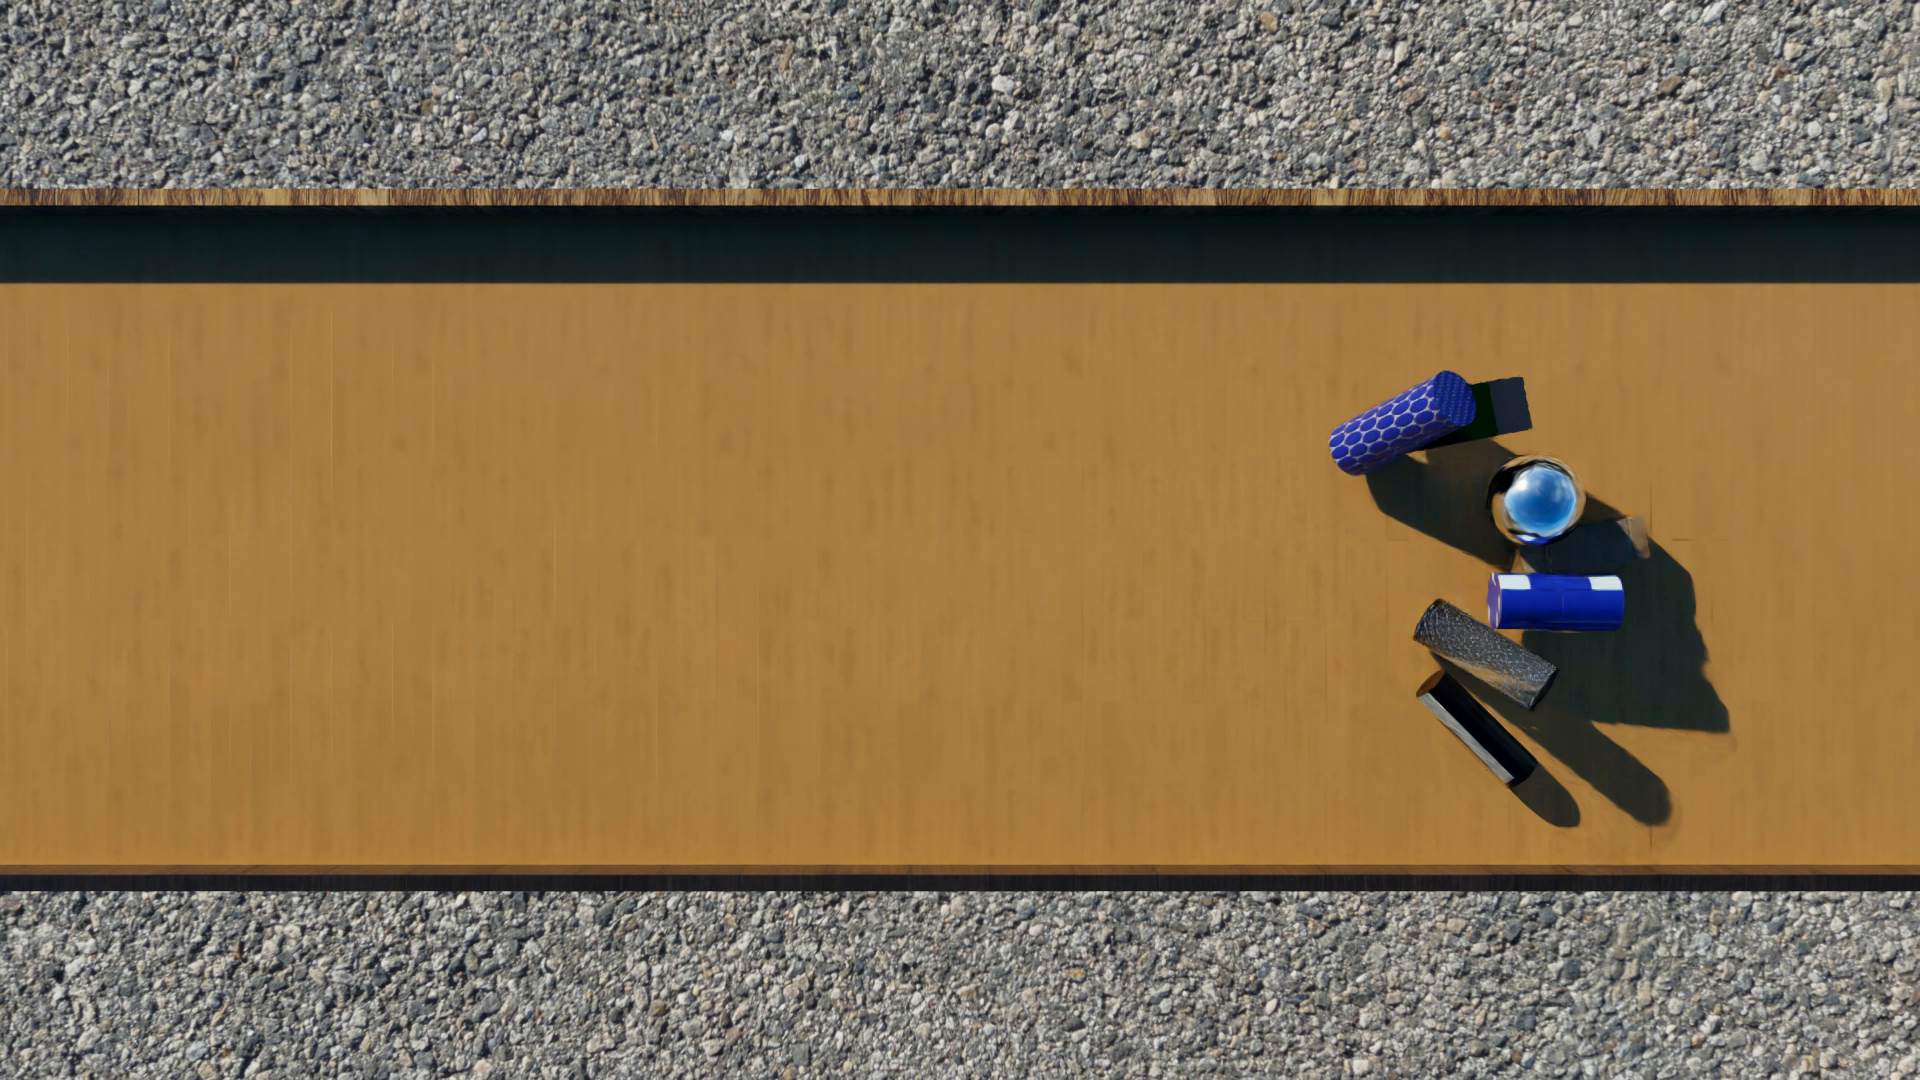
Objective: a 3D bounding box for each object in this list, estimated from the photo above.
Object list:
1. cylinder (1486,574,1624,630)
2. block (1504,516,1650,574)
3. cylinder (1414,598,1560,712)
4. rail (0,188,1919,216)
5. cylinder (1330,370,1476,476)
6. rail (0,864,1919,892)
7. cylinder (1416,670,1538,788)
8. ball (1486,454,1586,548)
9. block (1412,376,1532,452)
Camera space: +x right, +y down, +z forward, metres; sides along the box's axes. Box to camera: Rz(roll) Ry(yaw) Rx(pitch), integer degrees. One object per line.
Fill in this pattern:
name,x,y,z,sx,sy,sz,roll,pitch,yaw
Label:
cylinder,1.765,0.183,4.897,0.351,0.168,0.168,0,90,4
block,1.873,0.022,5.014,0.382,0.125,0.125,-10,90,0
cylinder,1.566,0.339,4.920,0.398,0.150,0.150,34,90,27
rail,-2.247,-1.025,5.002,12.000,0.150,0.050,0,90,0
cylinder,1.296,-0.337,4.853,0.168,0.428,0.168,12,67,-28
rail,-2.247,1.025,5.001,12.000,0.150,0.050,0,90,0
cylinder,1.571,0.573,5.016,0.392,0.121,0.121,44,90,0
ball,1.695,-0.116,4.859,0.277,0.277,0.277,0,90,0
block,1.473,-0.366,4.878,0.156,0.374,0.156,-11,90,-34
